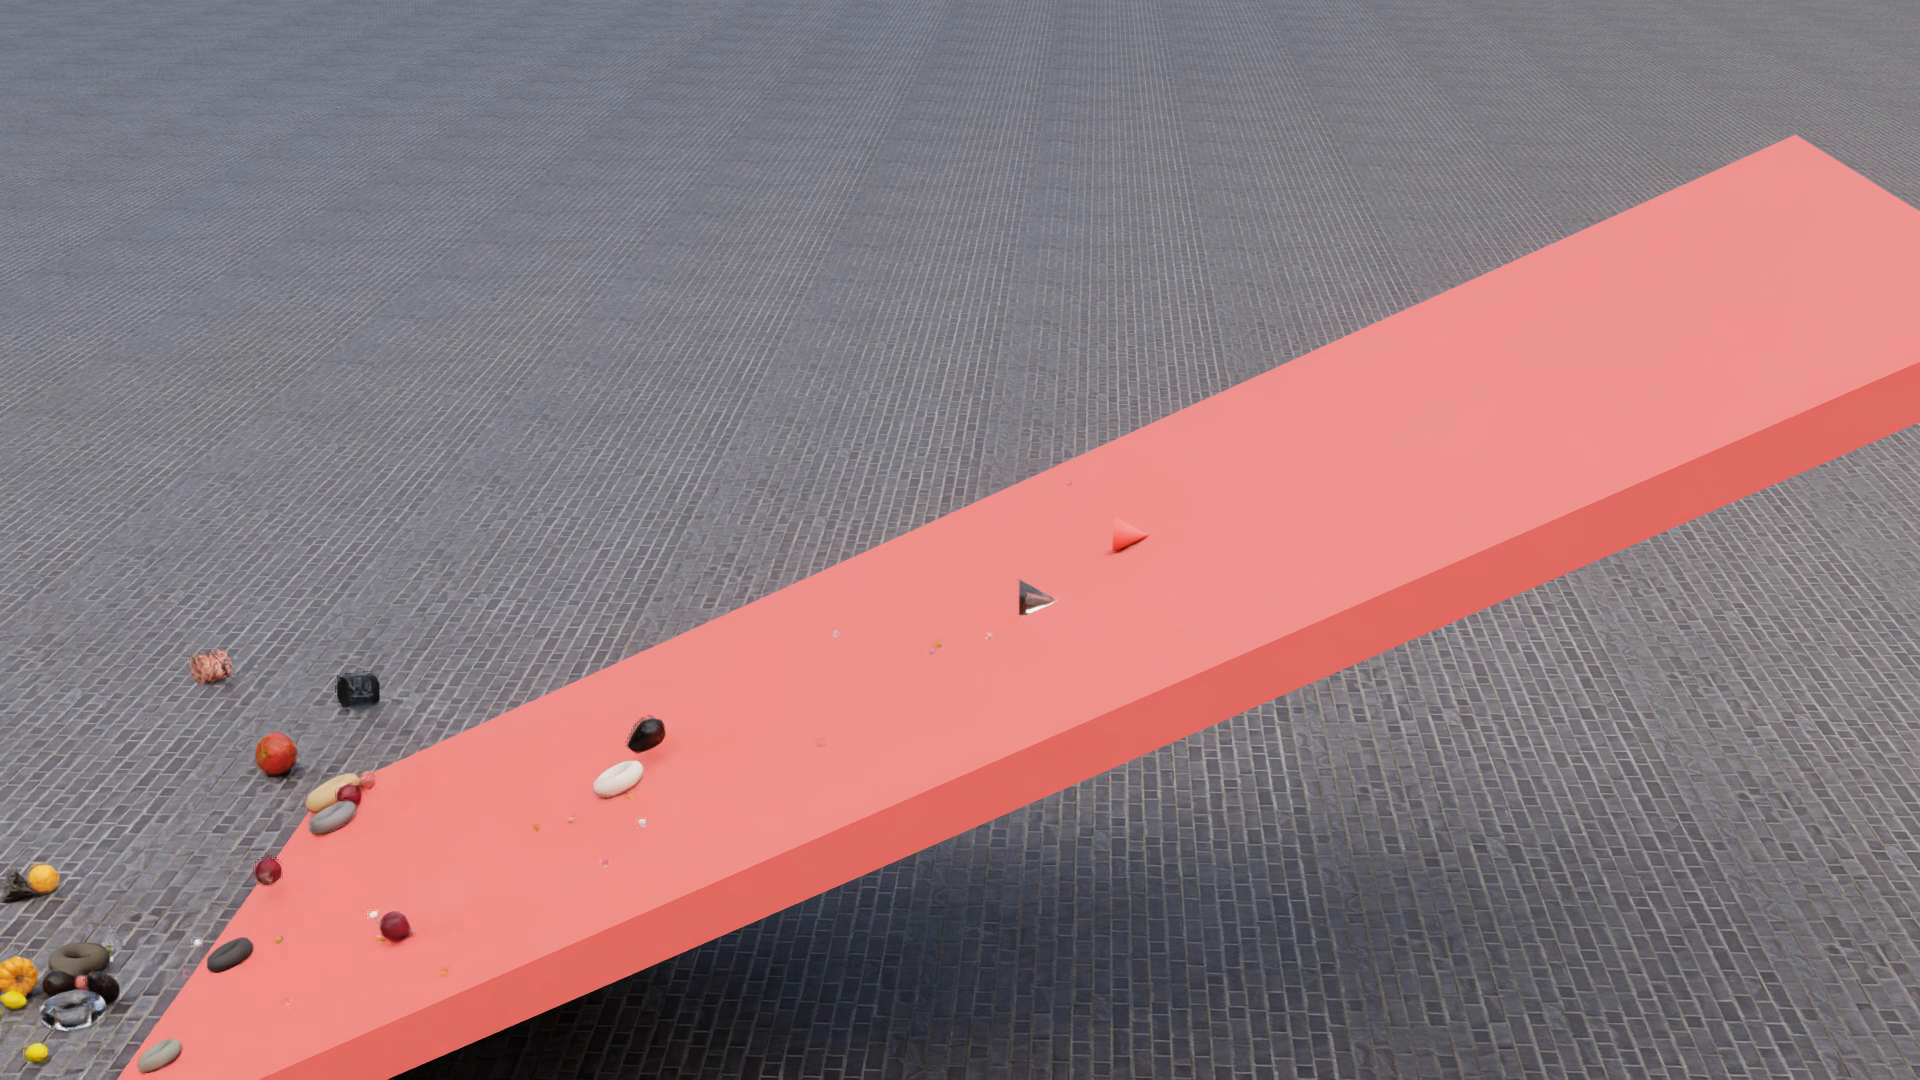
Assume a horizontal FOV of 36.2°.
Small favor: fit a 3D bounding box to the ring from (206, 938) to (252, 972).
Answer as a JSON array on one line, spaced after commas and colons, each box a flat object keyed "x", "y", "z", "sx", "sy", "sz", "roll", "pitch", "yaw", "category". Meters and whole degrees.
[{"x": -1.594, "y": 0.906, "z": 6.421, "sx": 0.108, "sy": 0.036, "sz": 0.108, "roll": -24, "pitch": 14, "yaw": 7, "category": "ring"}]

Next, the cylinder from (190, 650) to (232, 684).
[{"x": -2.217, "y": 0.377, "z": 8.702, "sx": 0.085, "sy": 0.085, "sz": 0.085, "roll": 14, "pitch": 22, "yaw": 41, "category": "cylinder"}]

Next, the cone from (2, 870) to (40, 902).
[{"x": -2.265, "y": 0.851, "z": 7.126, "sx": 0.083, "sy": 0.083, "sz": 0.083, "roll": 23, "pitch": 6, "yaw": -26, "category": "cone"}]

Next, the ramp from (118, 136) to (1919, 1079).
[{"x": 0.136, "y": 0.169, "z": 6.282, "sx": 4.000, "sy": 0.100, "sz": 2.000, "roll": -24, "pitch": 13, "yaw": 9, "category": "ramp"}]

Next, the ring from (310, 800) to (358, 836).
[{"x": -1.526, "y": 0.677, "z": 7.163, "sx": 0.126, "sy": 0.042, "sz": 0.126, "roll": -24, "pitch": 14, "yaw": 7, "category": "ring"}]

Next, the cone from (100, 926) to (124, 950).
[{"x": -1.978, "y": 0.920, "z": 6.851, "sx": 0.055, "sy": 0.055, "sz": 0.055, "roll": 0, "pitch": 16, "yaw": 0, "category": "cone"}]

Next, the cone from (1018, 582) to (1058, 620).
[{"x": 0.165, "y": 0.124, "z": 6.099, "sx": 0.081, "sy": 0.081, "sz": 0.081, "roll": -1, "pitch": 16, "yaw": 7, "category": "cone"}]

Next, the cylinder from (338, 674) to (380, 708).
[{"x": -1.730, "y": 0.434, "z": 8.462, "sx": 0.091, "sy": 0.091, "sz": 0.091, "roll": -5, "pitch": 16, "yaw": -36, "category": "cylinder"}]

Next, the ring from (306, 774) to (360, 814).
[{"x": -1.575, "y": 0.637, "z": 7.392, "sx": 0.149, "sy": 0.050, "sz": 0.149, "roll": -26, "pitch": 12, "yaw": 6, "category": "ring"}]

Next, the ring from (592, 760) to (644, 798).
[{"x": -0.732, "y": 0.513, "z": 6.296, "sx": 0.118, "sy": 0.039, "sz": 0.118, "roll": -25, "pitch": 14, "yaw": 7, "category": "ring"}]

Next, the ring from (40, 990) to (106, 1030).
[{"x": -1.951, "y": 1.034, "z": 6.469, "sx": 0.141, "sy": 0.047, "sz": 0.141, "roll": 0, "pitch": 17, "yaw": 0, "category": "ring"}]

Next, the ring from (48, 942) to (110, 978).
[{"x": -2.015, "y": 0.961, "z": 6.728, "sx": 0.135, "sy": 0.045, "sz": 0.135, "roll": 1, "pitch": 16, "yaw": 0, "category": "ring"}]

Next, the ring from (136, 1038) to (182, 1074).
[{"x": -1.620, "y": 1.044, "z": 5.950, "sx": 0.097, "sy": 0.032, "sz": 0.097, "roll": -26, "pitch": 13, "yaw": 6, "category": "ring"}]
